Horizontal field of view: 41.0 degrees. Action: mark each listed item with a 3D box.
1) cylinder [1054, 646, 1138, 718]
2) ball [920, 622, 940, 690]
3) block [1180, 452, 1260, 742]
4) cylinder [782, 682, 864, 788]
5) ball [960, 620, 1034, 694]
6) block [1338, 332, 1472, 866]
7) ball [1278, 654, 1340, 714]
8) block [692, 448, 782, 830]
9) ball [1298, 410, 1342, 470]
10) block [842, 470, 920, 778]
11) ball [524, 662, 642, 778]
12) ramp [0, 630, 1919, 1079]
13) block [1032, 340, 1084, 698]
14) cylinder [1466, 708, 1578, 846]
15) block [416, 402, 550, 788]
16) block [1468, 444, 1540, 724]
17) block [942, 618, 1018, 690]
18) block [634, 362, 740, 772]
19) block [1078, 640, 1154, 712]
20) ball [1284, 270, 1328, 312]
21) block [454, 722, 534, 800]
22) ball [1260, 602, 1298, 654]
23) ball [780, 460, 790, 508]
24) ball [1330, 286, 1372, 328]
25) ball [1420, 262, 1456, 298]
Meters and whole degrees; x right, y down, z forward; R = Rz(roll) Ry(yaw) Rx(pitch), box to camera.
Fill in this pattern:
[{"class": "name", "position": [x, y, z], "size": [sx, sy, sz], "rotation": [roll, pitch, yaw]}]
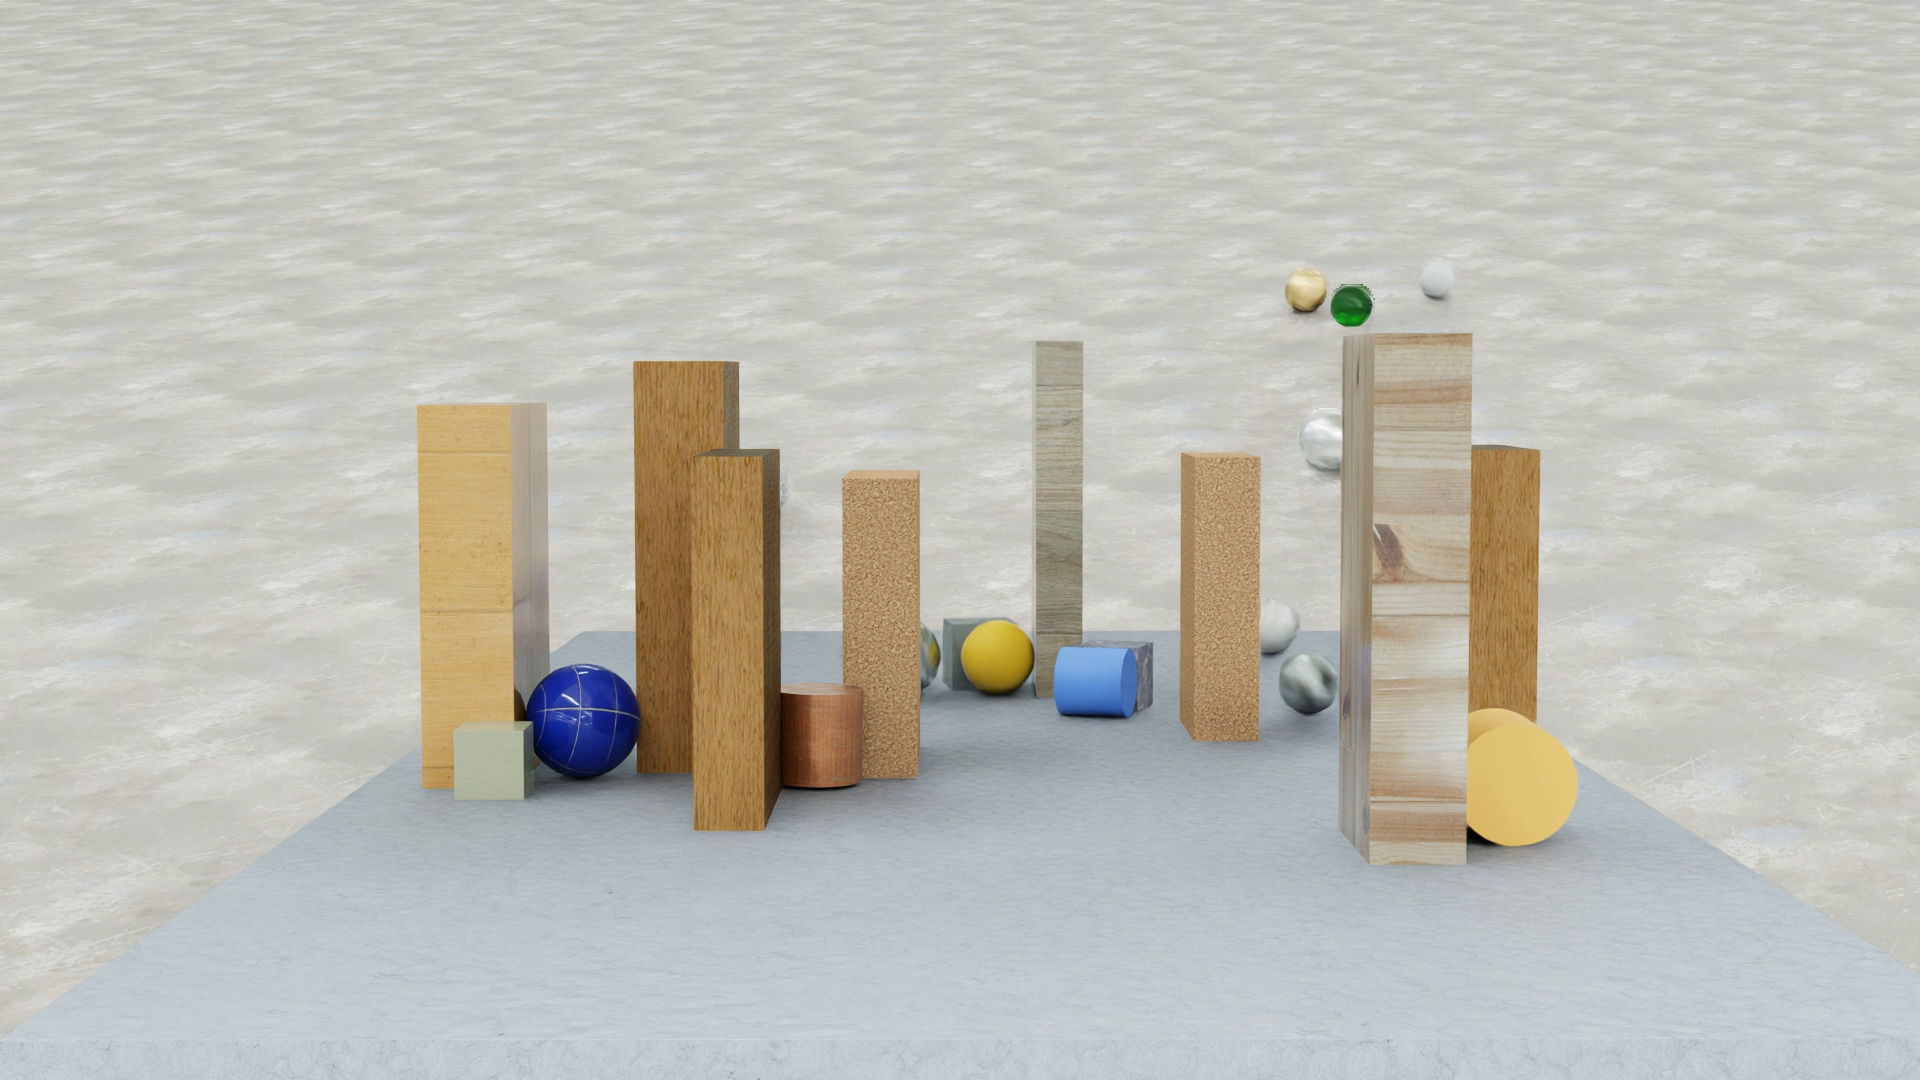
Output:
[{"class": "cylinder", "position": [0.261, 0.272, 4.919], "size": [0.130, 0.130, 0.130], "rotation": [2, 19, 18]}, {"class": "ball", "position": [-0.120, 0.237, 5.216], "size": [0.161, 0.161, 0.161], "rotation": [0, 19, 0]}, {"class": "block", "position": [0.475, 0.097, 4.707], "size": [0.116, 0.506, 0.288], "rotation": [0, 4, 0]}, {"class": "cylinder", "position": [-0.228, 0.310, 4.099], "size": [0.146, 0.146, 0.146], "rotation": [1, 5, 0]}, {"class": "ball", "position": [0.077, 0.240, 5.241], "size": [0.151, 0.151, 0.151], "rotation": [0, 19, 0]}, {"class": "block", "position": [0.611, 0.072, 3.546], "size": [0.129, 0.709, 0.279], "rotation": [0, 4, 0]}, {"class": "ball", "position": [0.671, 0.277, 4.938], "size": [0.117, 0.117, 0.117], "rotation": [0, 19, 0]}, {"class": "block", "position": [-0.332, 0.138, 3.854], "size": [0.101, 0.538, 0.367], "rotation": [0, 4, 0]}, {"class": "ball", "position": [1.162, -0.317, 8.087], "size": [0.187, 0.187, 0.187], "rotation": [0, 19, 0]}, {"class": "block", "position": [-0.130, 0.132, 4.331], "size": [0.120, 0.486, 0.363], "rotation": [0, 4, 0]}, {"class": "ball", "position": [-0.612, 0.293, 4.167], "size": [0.187, 0.187, 0.187], "rotation": [0, 19, 0]}, {"class": "ramp", "position": [0.046, 0.412, 4.536], "size": [2.000, 0.100, 4.000], "rotation": [0, 4, 0]}, {"class": "block", "position": [0.200, -0.049, 5.300], "size": [0.094, 0.719, 0.275], "rotation": [0, 4, 0]}, {"class": "cylinder", "position": [0.773, 0.335, 3.645], "size": [0.171, 0.171, 0.171], "rotation": [0, 4, 1]}, {"class": "block", "position": [-0.779, 0.079, 4.226], "size": [0.146, 0.606, 0.363], "rotation": [0, 4, 0]}, {"class": "block", "position": [0.950, 0.090, 4.705], "size": [0.147, 0.520, 0.328], "rotation": [0, 4, 0]}, {"class": "block", "position": [0.042, 0.238, 5.381], "size": [0.137, 0.137, 0.137], "rotation": [-1, 4, -8]}, {"class": "block", "position": [-0.459, 0.036, 4.357], "size": [0.146, 0.676, 0.317], "rotation": [0, 4, 0]}, {"class": "block", "position": [0.303, 0.266, 5.039], "size": [0.125, 0.125, 0.125], "rotation": [1, 4, 18]}, {"class": "ball", "position": [1.342, -0.965, 9.956], "size": [0.164, 0.164, 0.164], "rotation": [0, 19, 0]}, {"class": "block", "position": [-0.727, 0.344, 4.008], "size": [0.107, 0.107, 0.107], "rotation": [0, 4, -1]}, {"class": "ball", "position": [0.730, 0.204, 6.002], "size": [0.122, 0.122, 0.122], "rotation": [0, 19, 0]}, {"class": "ball", "position": [-0.606, -0.166, 7.634], "size": [0.205, 0.205, 0.205], "rotation": [0, 19, 0]}, {"class": "ball", "position": [1.486, -0.887, 9.745], "size": [0.158, 0.158, 0.158], "rotation": [0, 19, 0]}, {"class": "ball", "position": [1.896, -1.035, 10.187], "size": [0.143, 0.143, 0.143], "rotation": [0, 19, 0]}]
